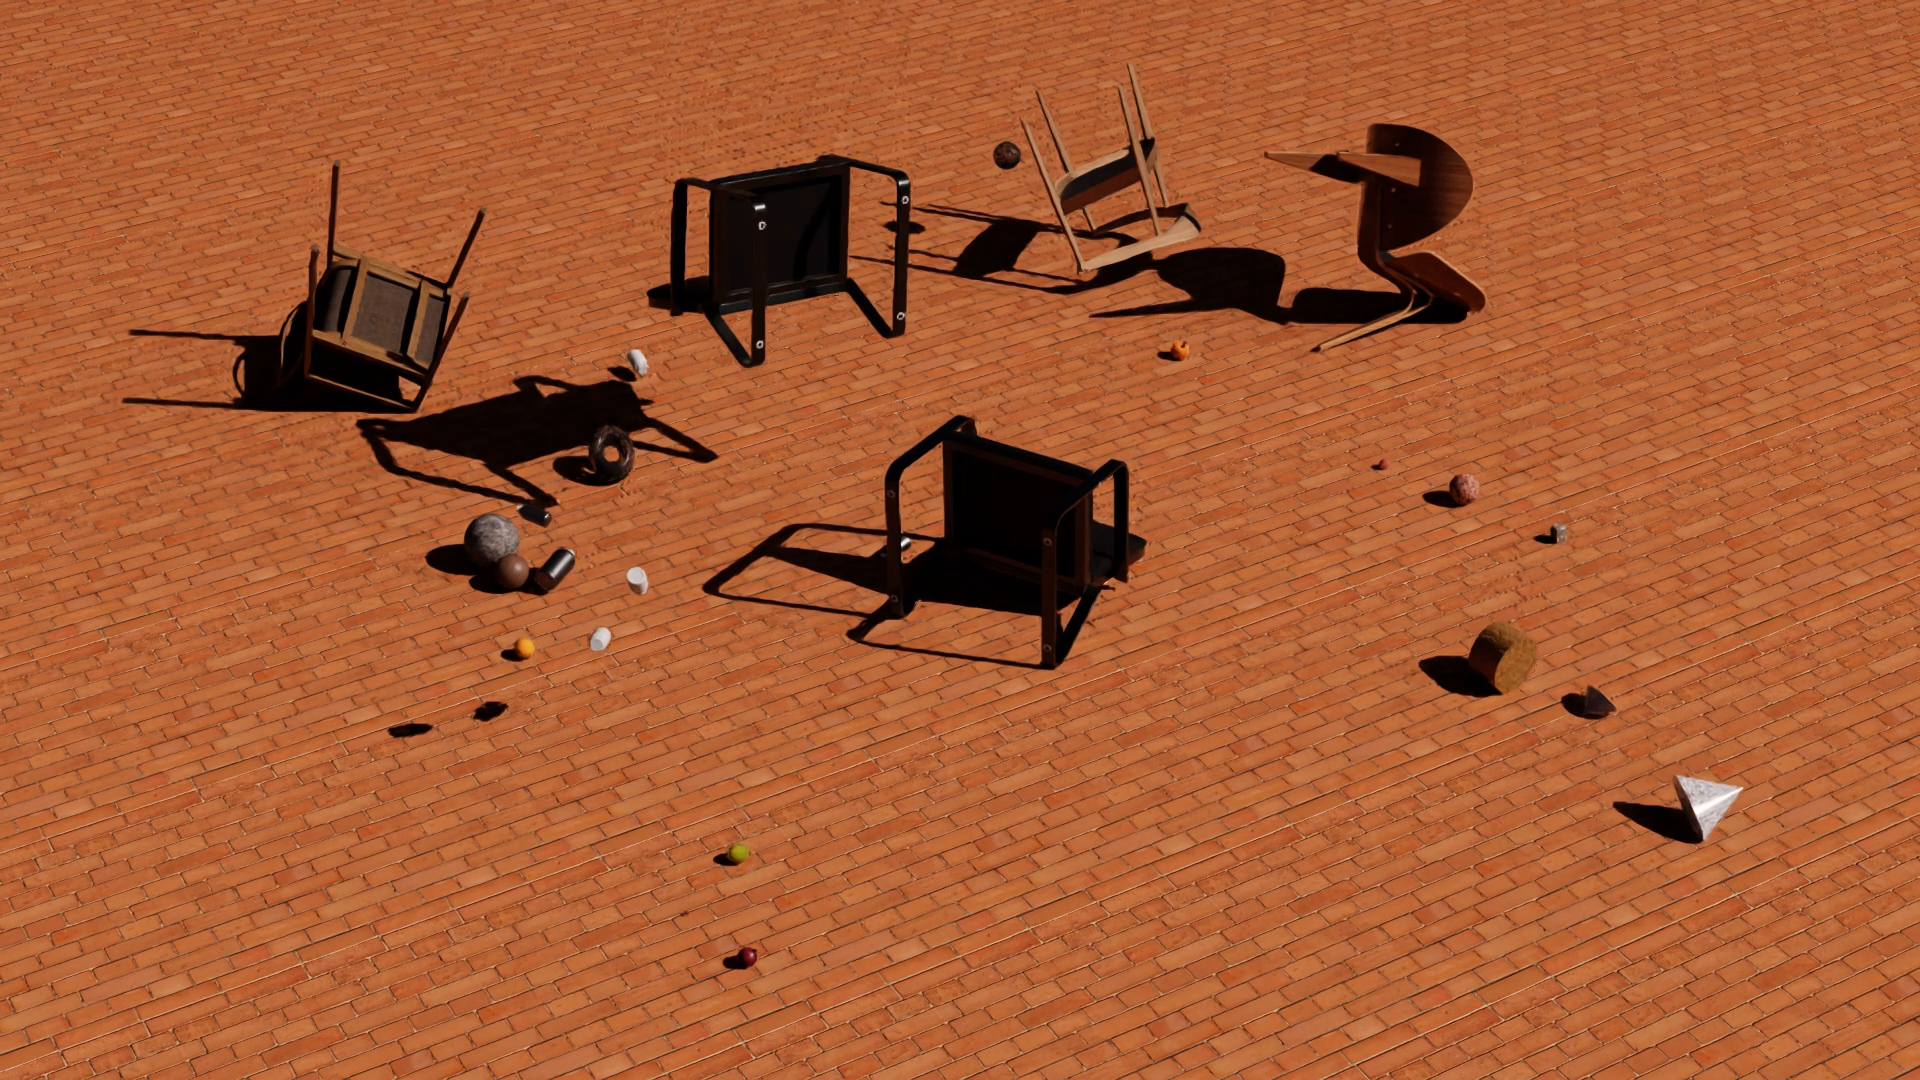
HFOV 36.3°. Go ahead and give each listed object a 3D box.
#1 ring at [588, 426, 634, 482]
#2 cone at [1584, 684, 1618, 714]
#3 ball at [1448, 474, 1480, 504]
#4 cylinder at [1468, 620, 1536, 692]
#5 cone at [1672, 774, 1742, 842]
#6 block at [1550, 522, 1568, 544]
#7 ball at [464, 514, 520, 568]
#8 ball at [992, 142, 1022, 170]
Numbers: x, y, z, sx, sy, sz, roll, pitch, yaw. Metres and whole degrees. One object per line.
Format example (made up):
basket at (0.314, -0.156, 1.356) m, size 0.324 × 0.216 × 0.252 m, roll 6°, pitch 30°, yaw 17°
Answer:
ring at (-1.342, -0.331, 11.283) m, size 0.177 × 0.099 × 0.228 m, roll -4°, pitch 71°, yaw -14°
cone at (2.166, 0.569, 10.038) m, size 0.087 × 0.104 × 0.177 m, roll -42°, pitch 27°, yaw -2°
ball at (1.915, -0.195, 11.134) m, size 0.116 × 0.116 × 0.116 m, roll 0°, pitch 33°, yaw 0°
cylinder at (1.877, 0.403, 10.141) m, size 0.169 × 0.213 × 0.139 m, roll 17°, pitch 15°, yaw -39°
cone at (2.447, 0.835, 9.495) m, size 0.197 × 0.103 × 0.239 m, roll -19°, pitch 72°, yaw -7°
block at (2.233, -0.025, 10.924) m, size 0.043 × 0.060 × 0.041 m, roll -17°, pitch 38°, yaw -16°
ball at (-1.717, 0.004, 10.754) m, size 0.203 × 0.203 × 0.203 m, roll 0°, pitch 33°, yaw 0°
ball at (0.204, -1.670, 12.737) m, size 0.123 × 0.123 × 0.123 m, roll 0°, pitch 33°, yaw 0°
